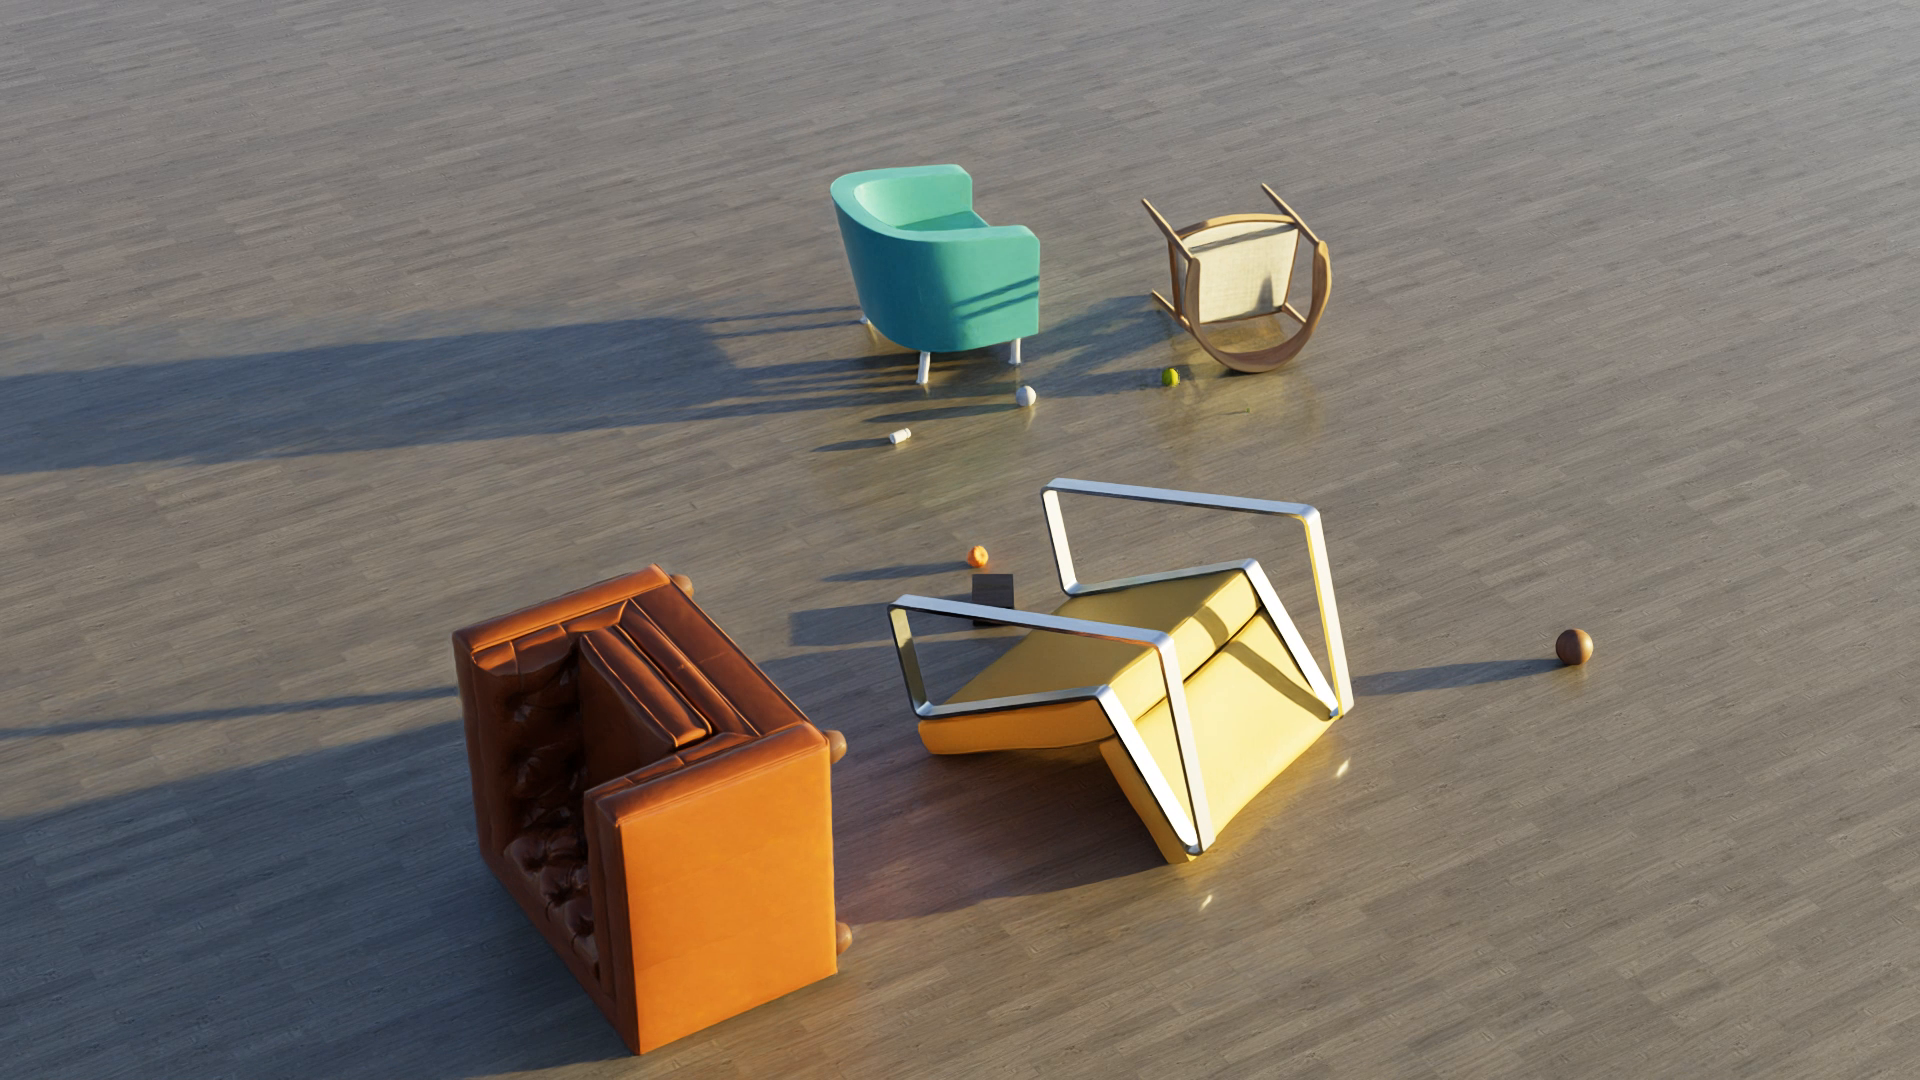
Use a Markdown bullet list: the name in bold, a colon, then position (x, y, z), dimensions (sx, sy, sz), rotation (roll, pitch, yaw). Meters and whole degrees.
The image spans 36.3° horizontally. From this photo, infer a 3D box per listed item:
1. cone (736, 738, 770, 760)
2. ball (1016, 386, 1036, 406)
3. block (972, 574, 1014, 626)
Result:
- **cone**: position (-0.682, 0.716, 9.830), dimensions (0.114, 0.061, 0.067), rotation (25, 70, 9)
- **ball**: position (0.262, -0.575, 11.742), dimensions (0.082, 0.082, 0.082), rotation (0, 33, 0)
- **block**: position (0.119, 0.215, 10.544), dimensions (0.147, 0.082, 0.209), rotation (0, 33, 0)
